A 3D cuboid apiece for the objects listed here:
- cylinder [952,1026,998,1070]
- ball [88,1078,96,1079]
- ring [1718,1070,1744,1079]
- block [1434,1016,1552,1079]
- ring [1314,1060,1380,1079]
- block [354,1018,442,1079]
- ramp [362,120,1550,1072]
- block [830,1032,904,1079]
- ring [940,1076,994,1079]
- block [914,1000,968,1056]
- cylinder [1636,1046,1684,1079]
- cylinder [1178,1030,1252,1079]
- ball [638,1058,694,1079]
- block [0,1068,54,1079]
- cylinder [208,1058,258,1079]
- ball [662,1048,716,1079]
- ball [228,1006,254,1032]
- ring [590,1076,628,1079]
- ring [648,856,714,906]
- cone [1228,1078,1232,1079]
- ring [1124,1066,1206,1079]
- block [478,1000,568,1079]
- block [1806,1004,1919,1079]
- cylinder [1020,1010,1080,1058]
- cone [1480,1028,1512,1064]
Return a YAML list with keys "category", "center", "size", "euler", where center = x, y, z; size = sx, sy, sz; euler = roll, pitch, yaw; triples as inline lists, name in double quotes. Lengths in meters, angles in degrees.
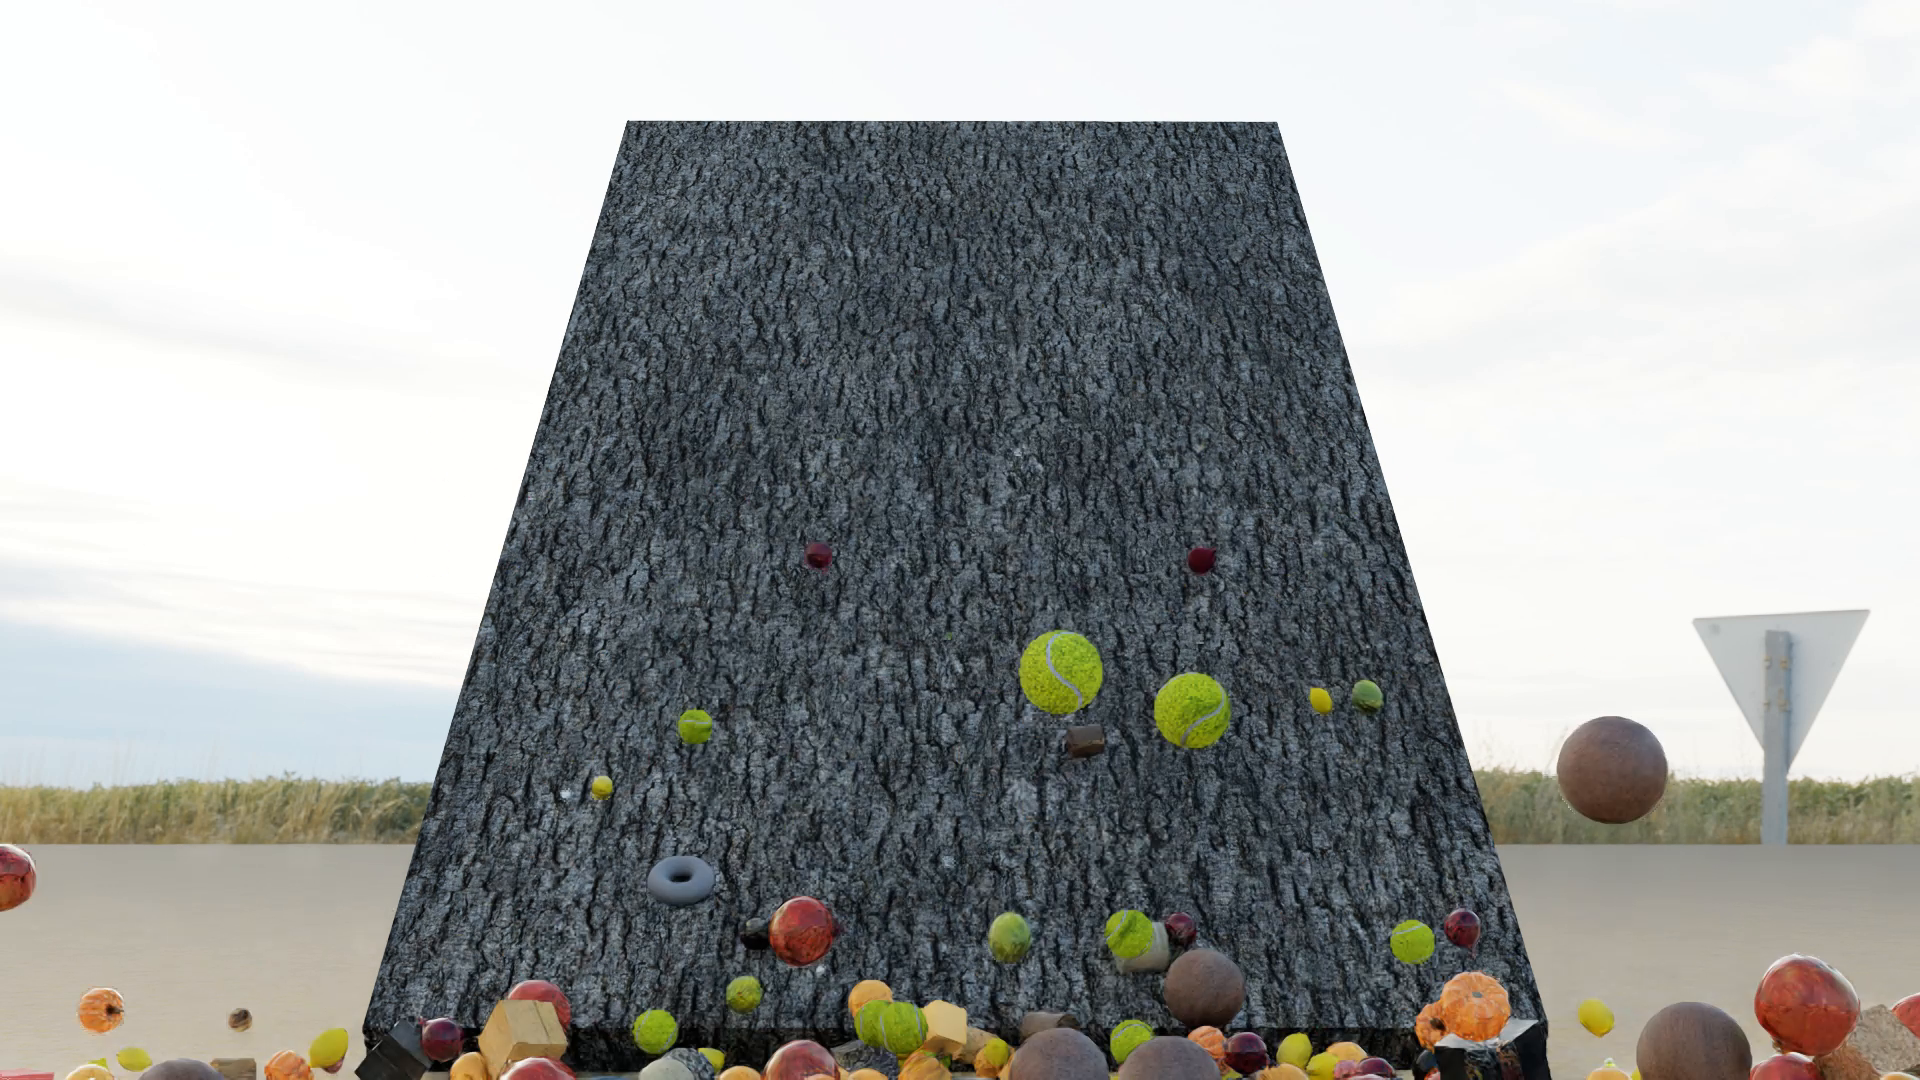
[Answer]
- category: "cylinder"
  center: [0.025, 0.818, 3.940]
  size: [0.058, 0.058, 0.058]
  euler: [20, -12, -13]
- category: "ball"
  center: [-1.113, 0.735, 3.127]
  size: [0.088, 0.088, 0.088]
  euler: [0, -7, 0]
- category: "ring"
  center: [1.092, 0.778, 3.428]
  size: [0.026, 0.078, 0.078]
  euler: [-27, -5, -6]
- category: "block"
  center: [0.671, 0.664, 3.070]
  size: [0.096, 0.096, 0.096]
  euler: [-21, 10, -42]
- category: "ring"
  center: [0.617, 0.855, 3.902]
  size: [0.105, 0.035, 0.105]
  euler: [3, -4, 0]
- category: "block"
  center: [-0.796, 0.739, 3.457]
  size: [0.075, 0.075, 0.075]
  euler: [42, 6, -3]
- category: "ramp"
  center: [-0.015, -0.192, 5.842]
  size: [2.000, 0.100, 4.000]
  euler: [0, 32, 0]
- category: "block"
  center: [-0.141, 0.804, 3.729]
  size: [0.077, 0.077, 0.077]
  euler: [-17, -1, -20]
- category: "ring"
  center: [0.010, 0.812, 3.573]
  size: [0.130, 0.043, 0.130]
  euler: [0, -6, 0]
- category: "block"
  center: [-0.030, 0.745, 3.726]
  size: [0.058, 0.058, 0.058]
  euler: [25, -43, -30]
- category: "cylinder"
  center: [1.087, 0.822, 3.794]
  size: [0.057, 0.057, 0.057]
  euler: [23, 2, 23]
- category: "cylinder"
  center: [0.400, 0.820, 3.844]
  size: [0.090, 0.090, 0.090]
  euler: [2, -9, -14]
- category: "ball"
  center: [-0.417, 0.778, 3.467]
  size: [0.084, 0.084, 0.084]
  euler: [0, -7, 0]
- category: "block"
  center: [-1.255, 0.745, 3.211]
  size: [0.088, 0.088, 0.088]
  euler: [7, -10, -44]
- category: "cylinder"
  center: [-1.115, 0.824, 3.749]
  size: [0.058, 0.058, 0.058]
  euler: [4, -8, -32]
- category: "ball"
  center: [-0.403, 0.787, 3.566]
  size: [0.091, 0.091, 0.091]
  euler: [0, -7, 0]
- category: "ball"
  center: [-1.475, 0.983, 5.008]
  size: [0.051, 0.051, 0.051]
  euler: [0, -7, 0]
- category: "ring"
  center: [-0.541, 0.845, 3.776]
  size: [0.077, 0.026, 0.077]
  euler: [4, -6, 0]
- category: "ring"
  center: [-0.503, 0.614, 4.410]
  size: [0.120, 0.040, 0.120]
  euler: [0, 31, 0]
- category: "cone"
  center: [0.390, 0.817, 3.564]
  size: [0.050, 0.050, 0.050]
  euler: [1, -27, -8]
- category: "ring"
  center: [0.315, 0.833, 3.753]
  size: [0.131, 0.044, 0.131]
  euler: [0, -6, 0]
- category: "block"
  center: [-0.653, 0.750, 3.650]
  size: [0.087, 0.087, 0.087]
  euler: [11, 31, -36]
- category: "block"
  center: [1.138, 0.656, 3.056]
  size: [0.092, 0.092, 0.092]
  euler: [-13, 42, -26]
- category: "cylinder"
  center: [0.141, 0.771, 3.820]
  size: [0.067, 0.067, 0.067]
  euler: [-2, -6, 41]
- category: "cone"
  center: [0.867, 0.842, 4.011]
  size: [0.058, 0.058, 0.058]
  euler: [3, -50, -24]
